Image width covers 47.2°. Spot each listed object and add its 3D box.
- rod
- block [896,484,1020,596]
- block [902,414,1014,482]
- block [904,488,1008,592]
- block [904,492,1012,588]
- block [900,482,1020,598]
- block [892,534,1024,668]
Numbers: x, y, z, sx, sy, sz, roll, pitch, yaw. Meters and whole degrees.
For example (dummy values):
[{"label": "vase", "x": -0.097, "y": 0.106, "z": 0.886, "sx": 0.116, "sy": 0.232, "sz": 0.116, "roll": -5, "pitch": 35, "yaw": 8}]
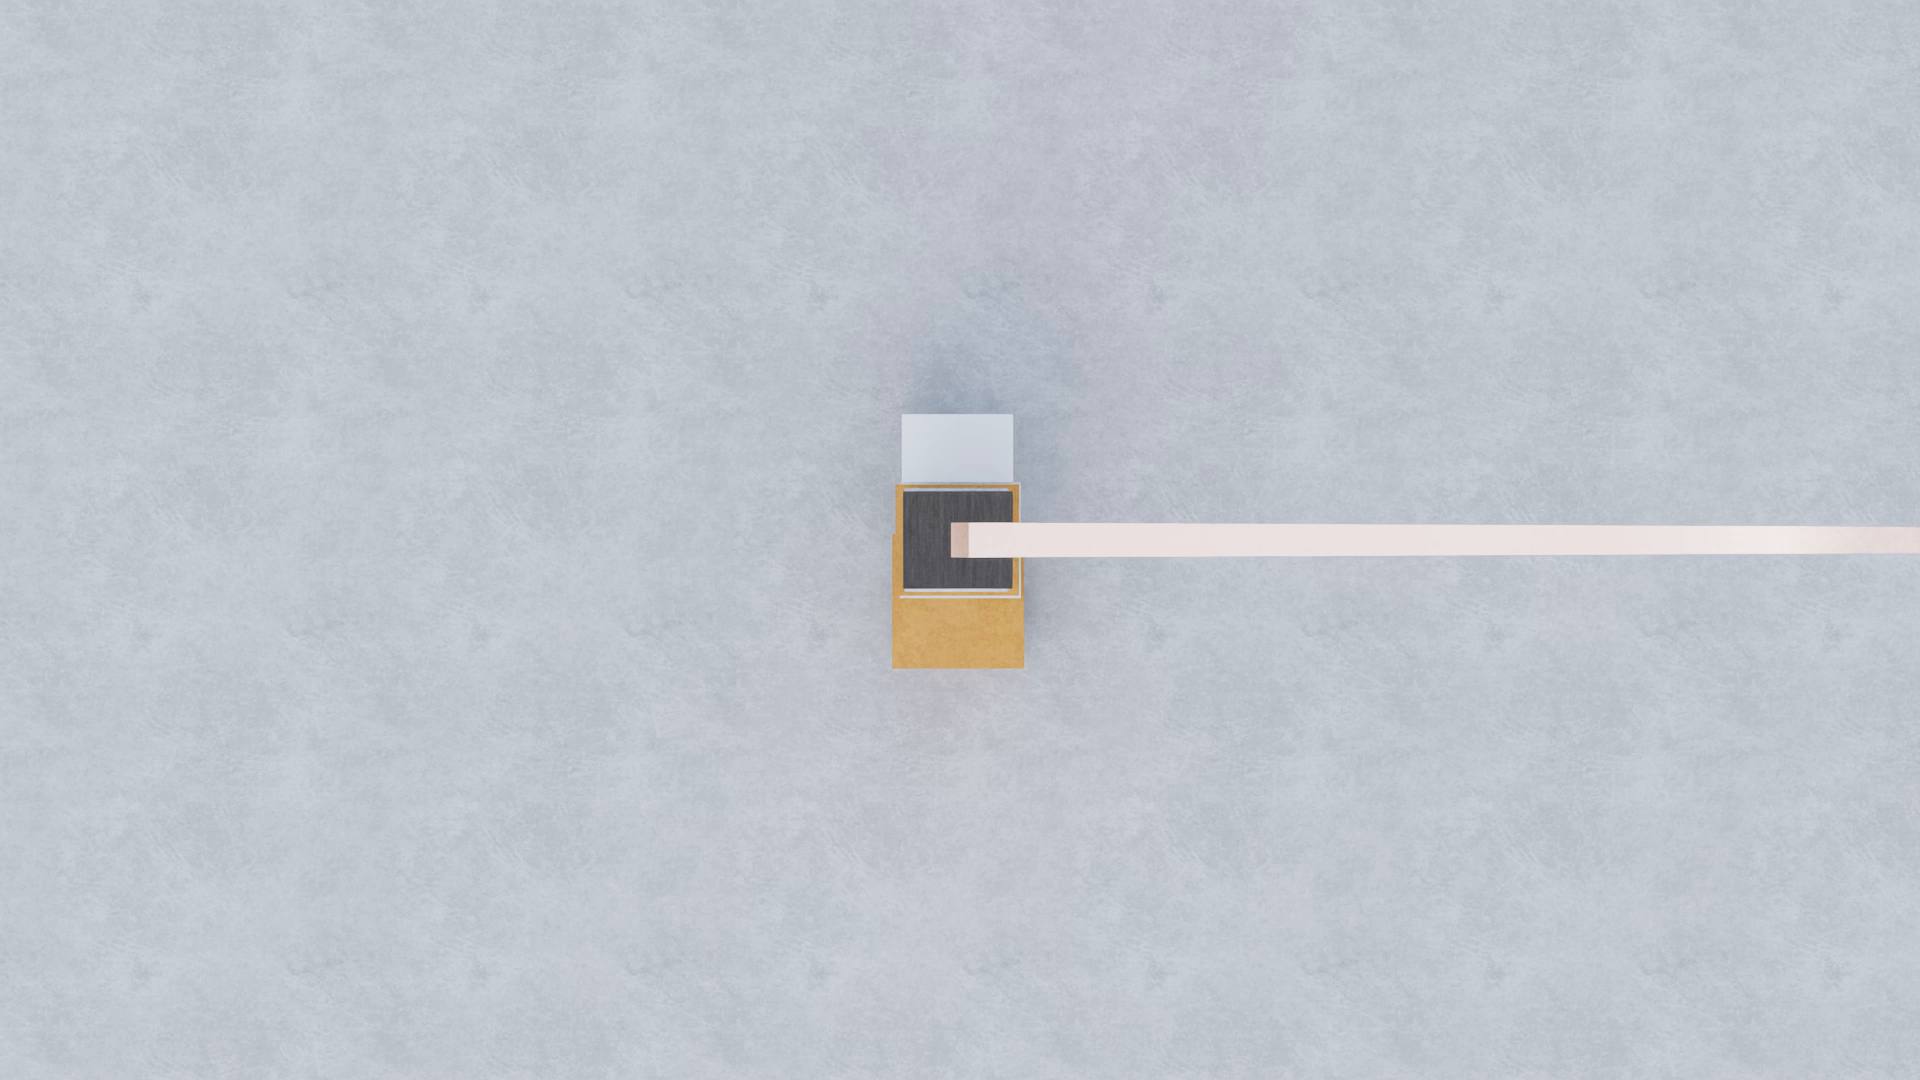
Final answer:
[{"label": "rod", "x": 2.234, "y": 0.000, "z": 6.391, "sx": 5.200, "sy": 0.080, "sz": 0.080, "roll": 0, "pitch": 90, "yaw": -31}, {"label": "block", "x": -0.013, "y": 0.000, "z": 10.895, "sx": 0.595, "sy": 0.621, "sz": 0.535, "roll": 0, "pitch": 90, "yaw": 0}, {"label": "block", "x": -0.014, "y": -0.377, "z": 12.729, "sx": 0.631, "sy": 0.543, "sz": 0.670, "roll": 0, "pitch": 90, "yaw": 0}, {"label": "block", "x": -0.017, "y": 0.000, "z": 10.381, "sx": 0.479, "sy": 0.406, "sz": 0.479, "roll": 0, "pitch": 90, "yaw": 0}, {"label": "block", "x": -0.009, "y": 0.000, "z": 9.973, "sx": 0.487, "sy": 0.411, "sz": 0.432, "roll": 0, "pitch": 90, "yaw": 0}, {"label": "block", "x": 0.001, "y": 0.000, "z": 11.940, "sx": 0.644, "sy": 0.506, "sz": 0.618, "roll": 0, "pitch": 90, "yaw": 0}, {"label": "block", "x": -0.010, "y": 0.340, "z": 12.597, "sx": 0.732, "sy": 0.807, "sz": 0.744, "roll": 0, "pitch": 90, "yaw": 0}]
